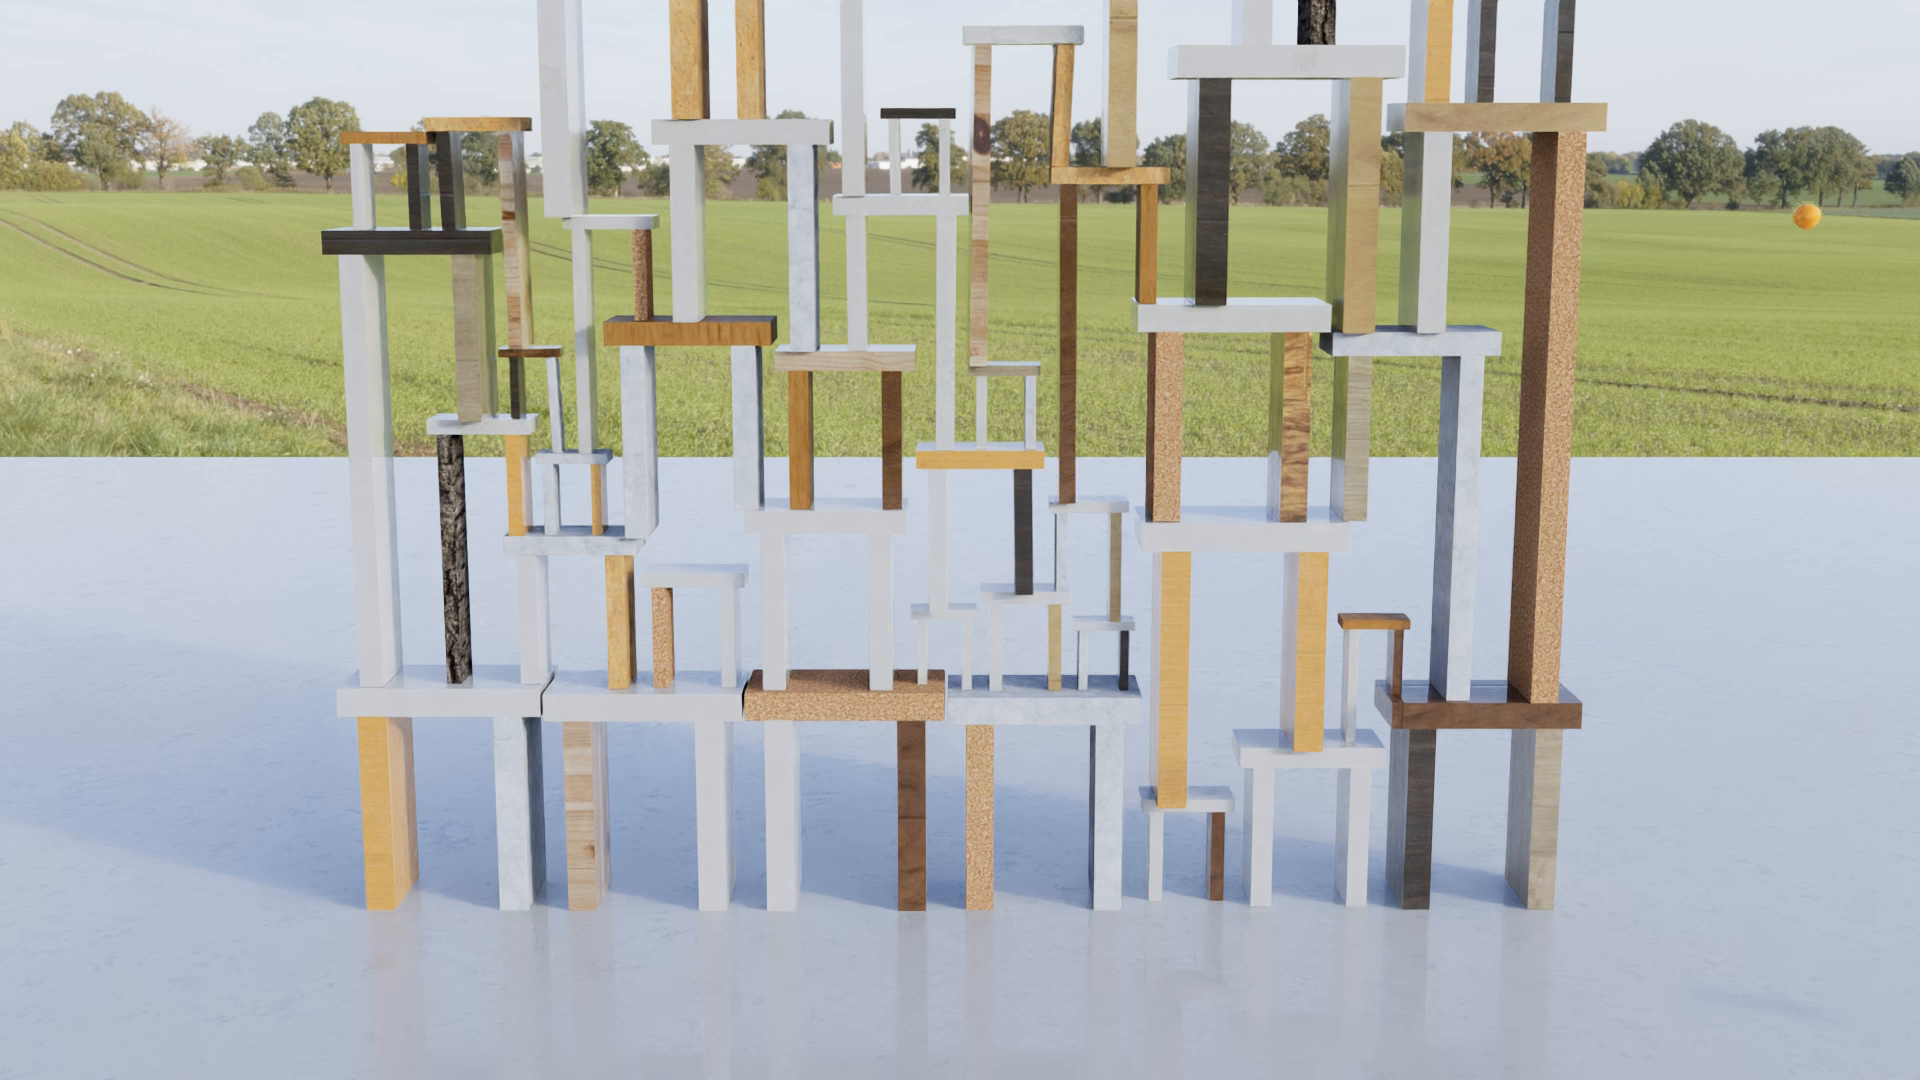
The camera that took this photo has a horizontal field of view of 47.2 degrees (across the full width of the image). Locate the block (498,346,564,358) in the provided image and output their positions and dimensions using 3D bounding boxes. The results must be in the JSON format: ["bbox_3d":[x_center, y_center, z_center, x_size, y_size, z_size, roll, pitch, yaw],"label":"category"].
[{"bbox_3d":[-0.682,-0.300,3.500,0.097,0.014,0.049,-1,10,-5],"label":"block"}]

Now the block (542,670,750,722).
[{"bbox_3d":[-0.510,0.255,3.604,0.319,0.045,0.159,0,11,0],"label":"block"}]

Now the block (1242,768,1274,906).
[{"bbox_3d":[0.494,0.475,3.647,0.033,0.235,0.117,0,11,0],"label":"block"}]

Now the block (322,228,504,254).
[{"bbox_3d":[-0.858,-0.472,3.469,0.261,0.037,0.130,0,11,0],"label":"block"}]

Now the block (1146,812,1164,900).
[{"bbox_3d":[0.323,0.515,3.659,0.022,0.152,0.076,0,11,0],"label":"block"}]

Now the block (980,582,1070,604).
[{"bbox_3d":[0.105,0.087,3.579,0.144,0.020,0.072,0,11,0],"label":"block"}]

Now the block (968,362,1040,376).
[{"bbox_3d":[0.070,-0.273,3.510,0.116,0.016,0.058,0,11,0],"label":"block"}]

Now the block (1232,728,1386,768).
[{"bbox_3d":[0.572,0.343,3.623,0.235,0.033,0.117,0,11,0],"label":"block"}]

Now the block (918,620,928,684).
[{"bbox_3d":[-0.061,0.177,3.593,0.015,0.108,0.054,0,11,0],"label":"block"}]

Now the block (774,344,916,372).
[{"bbox_3d":[-0.181,-0.291,3.506,0.221,0.031,0.110,0,11,0],"label":"block"}]

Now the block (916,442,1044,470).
[{"bbox_3d":[0.032,-0.136,3.530,0.203,0.029,0.102,0,11,0],"label":"block"}]

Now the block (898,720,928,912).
[{"bbox_3d":[-0.078,0.433,3.636,0.045,0.320,0.160,0,11,0],"label":"block"}]

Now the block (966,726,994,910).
[{"bbox_3d":[0.032,0.437,3.639,0.044,0.312,0.156,0,11,0],"label":"block"}]

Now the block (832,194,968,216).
[{"bbox_3d":[-0.092,-0.528,3.461,0.211,0.030,0.105,0,11,0],"label":"block"}]

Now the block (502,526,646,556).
[{"bbox_3d":[-0.623,0.000,3.563,0.212,0.030,0.106,0,11,0],"label":"block"}]

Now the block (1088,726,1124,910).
[{"bbox_3d":[0.240,0.437,3.639,0.044,0.312,0.156,0,11,0],"label":"block"}]

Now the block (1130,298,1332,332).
[{"bbox_3d":[0.427,-0.358,3.495,0.301,0.043,0.150,0,11,0],"label":"block"}]

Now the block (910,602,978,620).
[{"bbox_3d":[-0.027,0.116,3.583,0.108,0.015,0.054,0,11,-2],"label":"block"}]

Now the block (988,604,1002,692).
[{"bbox_3d":[0.058,0.168,3.594,0.020,0.144,0.072,0,11,0],"label":"block"}]

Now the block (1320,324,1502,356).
[{"bbox_3d":[0.714,-0.318,3.499,0.263,0.037,0.131,0,11,0],"label":"block"}]

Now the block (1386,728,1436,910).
[{"bbox_3d":[0.745,0.440,3.641,0.043,0.305,0.153,0,11,0],"label":"block"}]

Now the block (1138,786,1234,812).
[{"bbox_3d":[0.374,0.429,3.643,0.152,0.022,0.076,0,11,0],"label":"block"}]

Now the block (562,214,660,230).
[{"bbox_3d":[-0.550,-0.502,3.470,0.142,0.020,0.071,0,11,1],"label":"block"}]

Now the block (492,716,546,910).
[{"bbox_3d":[-0.728,0.429,3.642,0.046,0.326,0.163,0,11,0],"label":"block"}]

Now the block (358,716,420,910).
[{"bbox_3d":[-0.945,0.429,3.642,0.046,0.326,0.163,0,11,0],"label":"block"}]

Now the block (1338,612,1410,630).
[{"bbox_3d":[0.675,0.132,3.587,0.109,0.015,0.054,0,11,0],"label":"block"}]

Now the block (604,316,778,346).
[{"bbox_3d":[-0.427,-0.334,3.499,0.261,0.037,0.130,0,11,0],"label":"block"}]

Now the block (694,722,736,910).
[{"bbox_3d":[-0.403,0.434,3.637,0.045,0.319,0.159,0,11,0],"label":"block"}]

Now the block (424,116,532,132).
[{"bbox_3d":[-0.753,-0.650,3.441,0.150,0.021,0.075,0,10,3],"label":"block"}]

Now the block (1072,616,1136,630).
[{"bbox_3d":[0.233,0.135,3.580,0.100,0.014,0.050,0,11,0],"label":"block"}]

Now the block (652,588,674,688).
[{"bbox_3d":[-0.484,0.150,3.590,0.023,0.166,0.083,0,11,0],"label":"block"}]

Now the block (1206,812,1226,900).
[{"bbox_3d":[0.424,0.515,3.659,0.022,0.152,0.076,0,11,0],"label":"block"}]

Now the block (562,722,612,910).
[{"bbox_3d":[-0.616,0.434,3.637,0.045,0.319,0.159,0,11,0],"label":"block"}]

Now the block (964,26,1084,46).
[{"bbox_3d":[0.099,-0.783,3.414,0.186,0.026,0.093,0,11,1],"label":"block"}]

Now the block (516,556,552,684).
[{"bbox_3d":[-0.694,0.119,3.585,0.030,0.212,0.106,0,11,0],"label":"block"}]

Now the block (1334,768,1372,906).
[{"bbox_3d":[0.650,0.475,3.647,0.033,0.235,0.117,0,11,0],"label":"block"}]

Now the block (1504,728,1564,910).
[{"bbox_3d":[0.949,0.440,3.641,0.043,0.305,0.153,0,11,0],"label":"block"}]

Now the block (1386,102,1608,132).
[{"bbox_3d":[0.834,-0.660,3.433,0.308,0.044,0.154,0,11,0],"label":"block"}]

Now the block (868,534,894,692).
[{"bbox_3d":[-0.127,0.105,3.575,0.036,0.257,0.129,0,11,0],"label":"block"}]

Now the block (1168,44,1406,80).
[{"bbox_3d":[0.504,-0.743,3.424,0.346,0.049,0.173,0,11,0],"label":"block"}]

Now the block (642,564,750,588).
[{"bbox_3d":[-0.429,0.058,3.573,0.166,0.023,0.083,0,11,0],"label":"block"}]

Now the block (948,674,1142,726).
[{"bbox_3d":[0.136,0.261,3.607,0.312,0.044,0.156,0,11,0],"label":"block"}]

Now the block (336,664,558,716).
[{"bbox_3d":[-0.837,0.246,3.608,0.326,0.046,0.163,0,11,0],"label":"block"}]

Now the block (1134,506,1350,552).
[{"bbox_3d":[0.452,-0.019,3.557,0.328,0.046,0.164,0,11,0],"label":"block"}]

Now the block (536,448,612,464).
[{"bbox_3d":[-0.619,-0.134,3.533,0.114,0.016,0.057,0,11,0],"label":"block"}]

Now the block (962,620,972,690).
[{"bbox_3d":[0.012,0.182,3.594,0.015,0.117,0.054,1,11,0],"label":"block"}]

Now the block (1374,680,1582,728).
[{"bbox_3d":[0.847,0.269,3.609,0.305,0.043,0.153,0,11,0],"label":"block"}]

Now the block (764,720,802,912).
[{"bbox_3d":[-0.292,0.433,3.636,0.045,0.320,0.160,0,11,0],"label":"block"}]

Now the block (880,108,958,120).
[{"bbox_3d":[-0.064,-0.666,3.435,0.117,0.017,0.059,0,11,2],"label":"block"}]

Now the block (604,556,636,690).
[{"bbox_3d":[-0.552,0.123,3.586,0.030,0.221,0.106,0,11,0],"label":"block"}]

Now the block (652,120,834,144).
[{"bbox_3d":[-0.337,-0.639,3.441,0.273,0.039,0.136,0,11,0],"label":"block"}]

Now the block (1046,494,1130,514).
[{"bbox_3d":[0.206,-0.058,3.551,0.129,0.018,0.064,0,11,0],"label":"block"}]

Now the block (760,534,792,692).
[{"bbox_3d":[-0.299,0.105,3.575,0.036,0.257,0.129,0,11,0],"label":"block"}]

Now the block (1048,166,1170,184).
[{"bbox_3d":[0.233,-0.572,3.446,0.184,0.026,0.092,0,11,0],"label":"block"}]

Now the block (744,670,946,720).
[{"bbox_3d":[-0.185,0.253,3.603,0.320,0.045,0.160,0,11,0],"label":"block"}]

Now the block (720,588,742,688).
[{"bbox_3d":[-0.374,0.150,3.590,0.023,0.166,0.083,0,11,0],"label":"block"}]

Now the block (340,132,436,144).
[{"bbox_3d":[-0.894,-0.629,3.442,0.131,0.019,0.066,0,11,0],"label":"block"}]

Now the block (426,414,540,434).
[{"bbox_3d":[-0.762,-0.186,3.520,0.164,0.023,0.082,0,11,0],"label":"block"}]

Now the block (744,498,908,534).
[{"bbox_3d":[-0.213,-0.040,3.548,0.257,0.036,0.129,0,11,0],"label":"block"}]
